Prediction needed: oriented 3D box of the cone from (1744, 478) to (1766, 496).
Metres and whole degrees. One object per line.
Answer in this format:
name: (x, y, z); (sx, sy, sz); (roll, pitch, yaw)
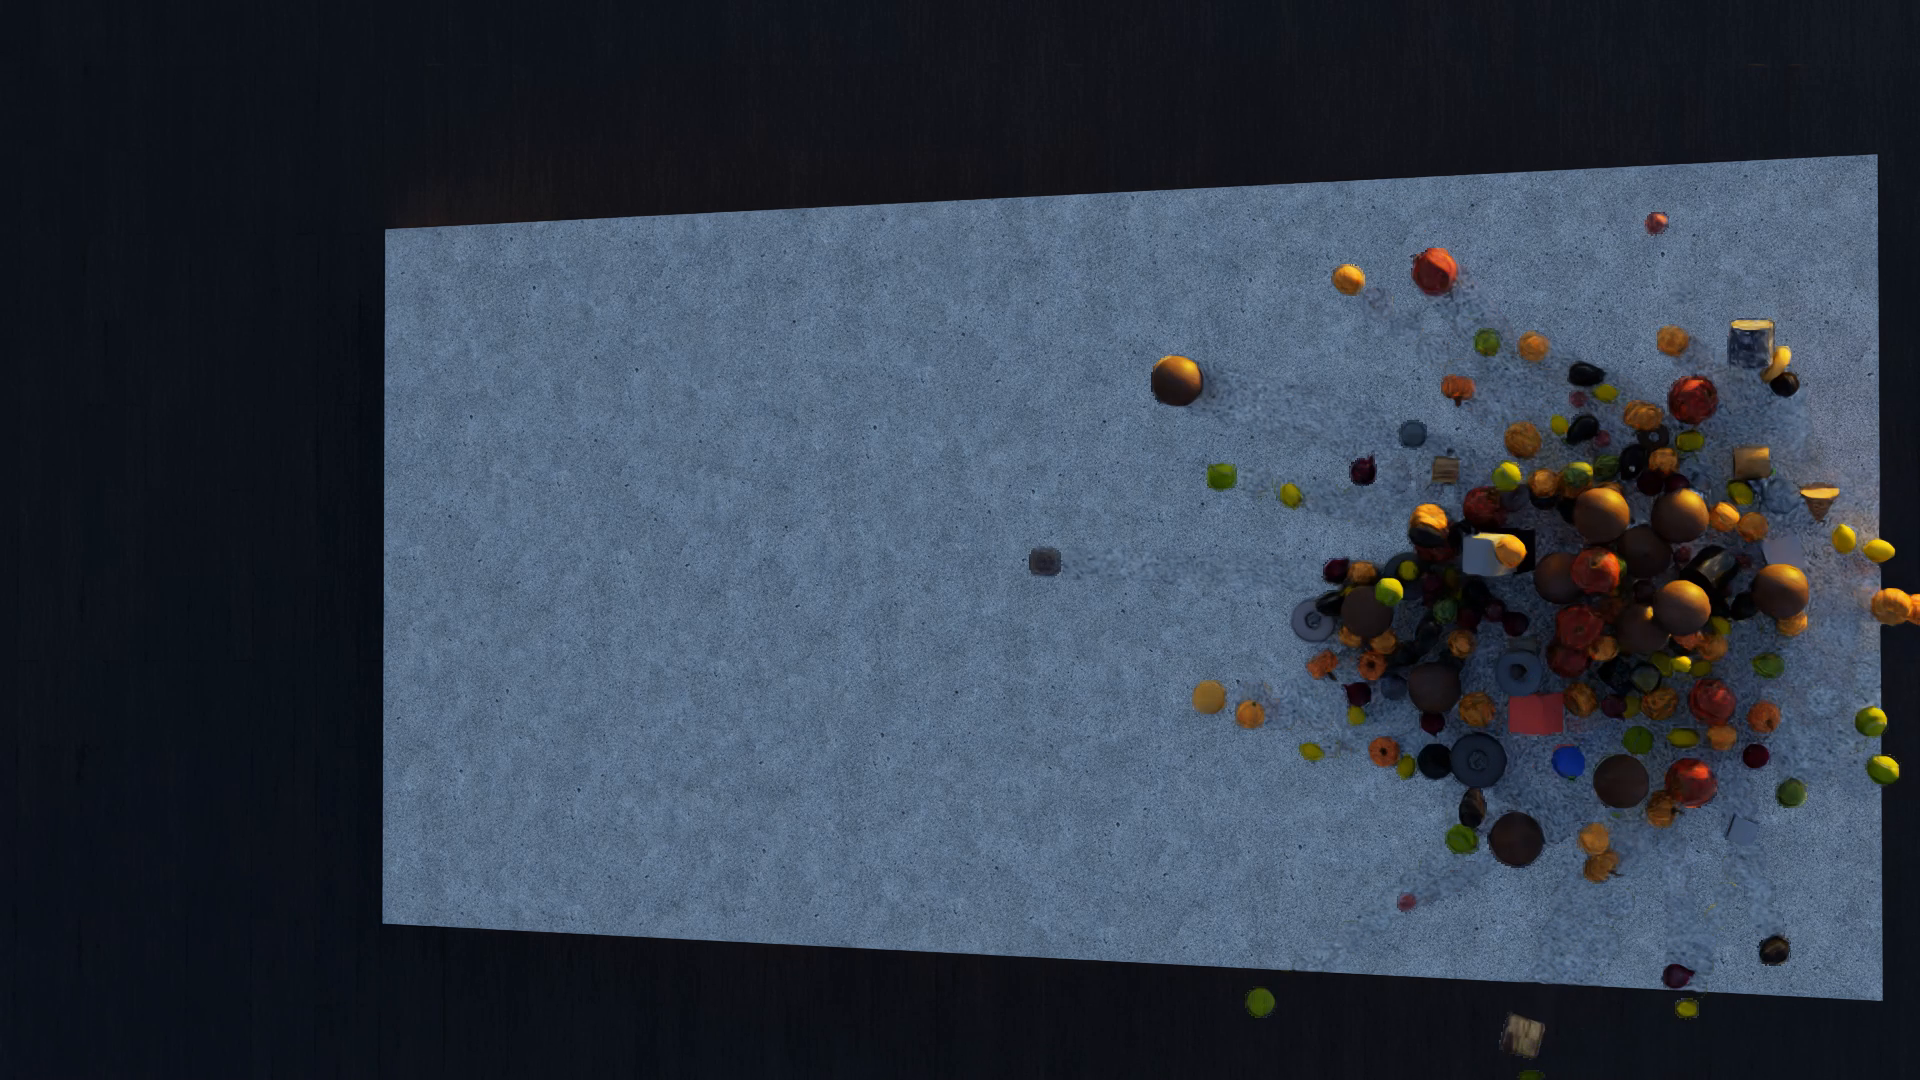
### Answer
cone: (1.903, -0.133, 5.253); (0.050, 0.050, 0.050); (0, 90, 16)

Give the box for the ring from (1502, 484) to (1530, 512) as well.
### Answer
ring: (1.351, -0.103, 5.343); (0.078, 0.078, 0.026); (-49, 120, -1)

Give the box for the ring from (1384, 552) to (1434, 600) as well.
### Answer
ring: (1.119, 0.091, 5.489); (0.122, 0.041, 0.122); (0, 90, 17)

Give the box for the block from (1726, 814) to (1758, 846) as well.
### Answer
block: (1.867, 0.693, 5.250); (0.055, 0.055, 0.055); (21, 95, 16)

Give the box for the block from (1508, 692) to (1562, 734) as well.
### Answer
block: (1.402, 0.421, 5.354); (0.094, 0.094, 0.094); (-1, 90, 44)

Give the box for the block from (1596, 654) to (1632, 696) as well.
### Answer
block: (1.593, 0.326, 5.319); (0.063, 0.063, 0.063); (35, 102, -15)

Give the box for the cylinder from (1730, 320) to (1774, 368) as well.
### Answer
cylinder: (1.867, -0.462, 5.188); (0.095, 0.095, 0.095); (-6, 109, 0)

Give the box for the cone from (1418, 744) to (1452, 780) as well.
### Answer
cone: (1.174, 0.552, 5.440); (0.089, 0.089, 0.089); (0, 89, 17)

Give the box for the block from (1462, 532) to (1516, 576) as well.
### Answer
block: (1.274, 0.034, 5.290); (0.090, 0.090, 0.090); (-7, 100, -37)

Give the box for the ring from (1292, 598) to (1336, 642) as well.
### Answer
ring: (0.894, 0.203, 5.556); (0.112, 0.037, 0.112); (-1, 88, 16)

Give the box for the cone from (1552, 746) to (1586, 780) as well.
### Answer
cone: (1.466, 0.548, 5.345); (0.083, 0.083, 0.083); (4, 97, 33)

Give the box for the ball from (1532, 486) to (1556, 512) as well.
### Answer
ball: (1.431, -0.101, 5.388); (0.060, 0.060, 0.060); (0, 89, 0)

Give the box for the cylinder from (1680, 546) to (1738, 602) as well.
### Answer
cylinder: (1.783, 0.079, 5.236); (0.097, 0.097, 0.097); (-38, 89, -23)

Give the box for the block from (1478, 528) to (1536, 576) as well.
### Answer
block: (1.335, 0.027, 5.368); (0.097, 0.097, 0.097); (-10, 100, -40)

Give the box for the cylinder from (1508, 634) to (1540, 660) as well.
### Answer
cylinder: (1.373, 0.268, 5.354); (0.069, 0.069, 0.069); (-6, 85, 0)

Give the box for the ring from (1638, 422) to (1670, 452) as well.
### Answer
ring: (1.683, -0.249, 5.334); (0.075, 0.025, 0.075); (-1, 86, 18)

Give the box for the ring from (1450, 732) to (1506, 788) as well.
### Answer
ring: (1.279, 0.545, 5.428); (0.137, 0.046, 0.137); (-2, 82, 13)

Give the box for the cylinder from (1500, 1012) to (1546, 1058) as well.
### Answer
cylinder: (1.376, 1.210, 5.369); (0.088, 0.088, 0.088); (15, 89, 18)

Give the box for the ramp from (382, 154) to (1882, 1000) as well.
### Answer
ramp: (0.271, 0.095, 5.814); (4.000, 0.100, 2.000); (0, 89, 17)

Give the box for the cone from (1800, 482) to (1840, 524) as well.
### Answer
cone: (2.039, -0.077, 5.218); (0.089, 0.089, 0.089); (-8, 115, 0)

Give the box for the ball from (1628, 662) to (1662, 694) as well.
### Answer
ball: (1.637, 0.329, 5.251); (0.075, 0.075, 0.075); (0, 89, 0)

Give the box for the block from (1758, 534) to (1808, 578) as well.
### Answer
block: (1.953, 0.037, 5.219); (0.083, 0.083, 0.083); (-17, 84, 16)

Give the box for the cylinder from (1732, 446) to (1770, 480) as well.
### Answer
cylinder: (1.887, -0.184, 5.244); (0.079, 0.079, 0.079); (-3, 89, 17)

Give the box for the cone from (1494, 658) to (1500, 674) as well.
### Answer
cone: (1.374, 0.316, 5.410); (0.087, 0.087, 0.087); (-18, 89, -11)

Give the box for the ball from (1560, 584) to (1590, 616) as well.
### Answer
ball: (1.498, 0.146, 5.358); (0.073, 0.073, 0.073); (0, 89, 0)

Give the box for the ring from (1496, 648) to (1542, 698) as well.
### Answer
ring: (1.347, 0.320, 5.300); (0.118, 0.039, 0.118); (-3, 85, 34)

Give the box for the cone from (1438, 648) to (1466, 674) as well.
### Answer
cone: (1.215, 0.302, 5.444); (0.065, 0.065, 0.065); (0, 89, 17)

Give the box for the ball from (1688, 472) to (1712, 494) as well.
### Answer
ball: (1.780, -0.137, 5.288); (0.050, 0.050, 0.050); (0, 89, 0)

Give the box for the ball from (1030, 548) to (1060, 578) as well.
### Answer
ball: (0.223, 0.058, 5.737); (0.077, 0.077, 0.077); (0, 89, 0)

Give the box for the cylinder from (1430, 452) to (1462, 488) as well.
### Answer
cylinder: (1.206, -0.173, 5.455); (0.063, 0.063, 0.063); (24, 63, 0)

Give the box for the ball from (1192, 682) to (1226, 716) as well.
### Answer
ball: (0.635, 0.403, 5.604); (0.086, 0.086, 0.086); (0, 89, 0)

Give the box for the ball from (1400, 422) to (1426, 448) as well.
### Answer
ball: (1.129, -0.261, 5.480); (0.062, 0.062, 0.062); (0, 89, 0)

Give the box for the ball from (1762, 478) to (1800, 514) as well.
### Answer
ball: (1.949, -0.103, 5.221); (0.086, 0.086, 0.086); (0, 89, 0)

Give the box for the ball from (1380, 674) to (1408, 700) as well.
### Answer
ball: (1.081, 0.365, 5.482); (0.067, 0.067, 0.067); (0, 89, 0)

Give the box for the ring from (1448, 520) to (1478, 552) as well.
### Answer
ring: (1.227, -0.008, 5.355); (0.079, 0.026, 0.079); (-5, 81, 33)
